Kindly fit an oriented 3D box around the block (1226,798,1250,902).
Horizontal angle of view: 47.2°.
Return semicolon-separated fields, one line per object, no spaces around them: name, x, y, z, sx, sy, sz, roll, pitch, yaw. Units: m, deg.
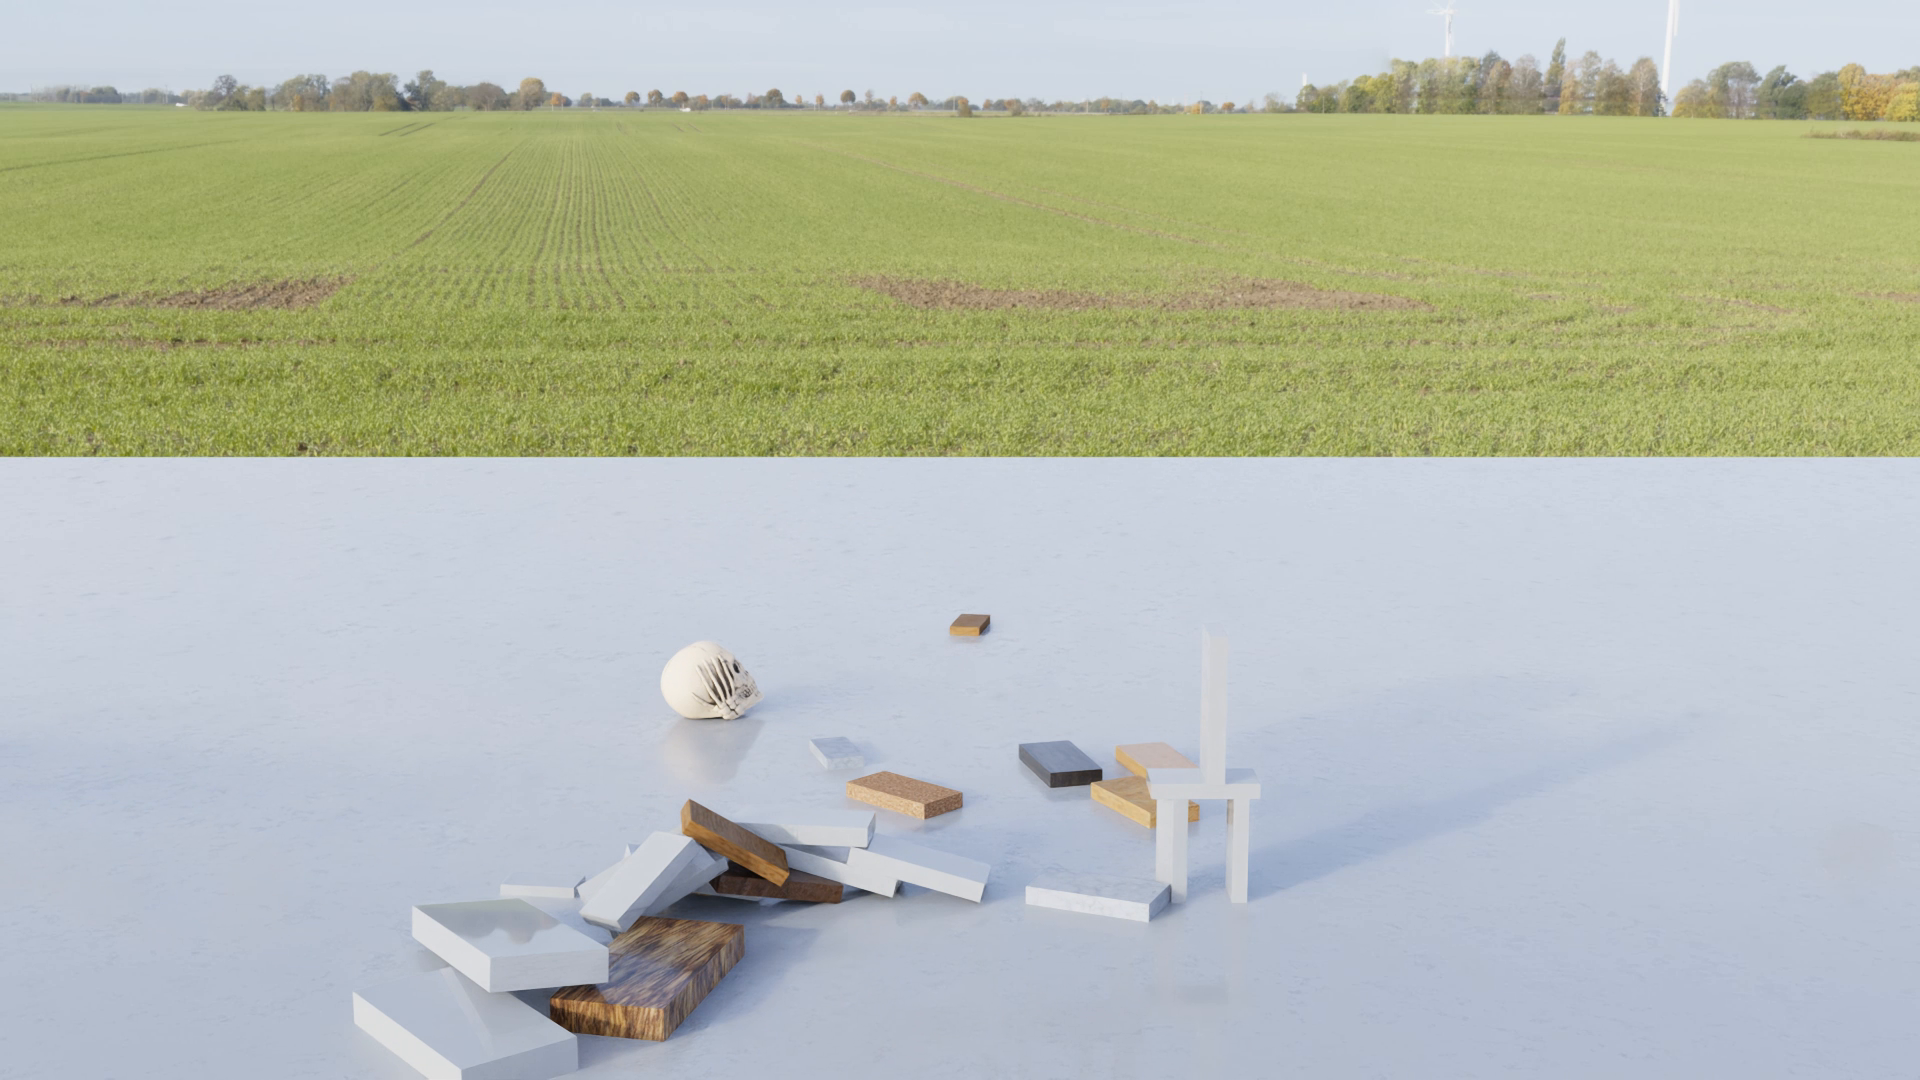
block;0.460;0.502;3.653;0.025;0.178;0.089;0;11;0

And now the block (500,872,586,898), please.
block;-0.698;0.578;3.684;0.126;0.018;0.063;1;11;8

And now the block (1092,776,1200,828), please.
block;0.346;0.490;4.125;0.107;0.030;0.213;-5;12;-26

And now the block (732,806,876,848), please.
block;-0.261;0.479;3.680;0.228;0.032;0.114;2;7;5

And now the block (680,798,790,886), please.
block;-0.365;0.490;3.563;0.185;0.026;0.093;31;8;-16

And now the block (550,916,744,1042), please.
block;-0.455;0.643;3.249;0.171;0.048;0.341;3;11;13

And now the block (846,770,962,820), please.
block;-0.106;0.482;4.168;0.208;0.029;0.104;10;14;42

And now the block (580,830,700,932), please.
block;-0.499;0.531;3.429;0.093;0.026;0.185;3;39;42

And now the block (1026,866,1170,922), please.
block;0.227;0.583;3.624;0.213;0.030;0.107;5;11;23

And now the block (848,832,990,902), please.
block;-0.067;0.543;3.670;0.228;0.032;0.114;15;9;4

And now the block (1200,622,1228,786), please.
block;0.416;0.268;3.608;0.029;0.248;0.104;0;11;0

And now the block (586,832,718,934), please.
block;-0.485;0.541;3.478;0.185;0.026;0.093;-31;47;-23

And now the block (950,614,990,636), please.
block;0.026;0.216;5.622;0.076;0.022;0.152;2;11;11

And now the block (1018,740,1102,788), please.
block;0.198;0.444;4.371;0.107;0.030;0.213;-3;11;-15

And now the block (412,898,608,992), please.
block;-0.676;0.598;3.272;0.171;0.048;0.443;1;1;-28

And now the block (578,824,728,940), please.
block;-0.491;0.542;3.521;0.215;0.030;0.108;-30;46;-22

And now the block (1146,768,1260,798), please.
block;0.401;0.402;3.634;0.178;0.025;0.089;0;11;0

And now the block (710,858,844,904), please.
block;-0.311;0.555;3.623;0.215;0.030;0.108;9;10;-25

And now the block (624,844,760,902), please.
block;-0.443;0.551;3.648;0.215;0.030;0.108;11;10;-17

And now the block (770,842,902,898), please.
block;-0.209;0.537;3.687;0.228;0.032;0.114;15;9;6

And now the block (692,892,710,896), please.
block;-0.479;0.564;3.670;0.126;0.018;0.063;12;9;-9

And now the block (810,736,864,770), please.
block;-0.251;0.432;4.462;0.076;0.022;0.152;-3;11;-17

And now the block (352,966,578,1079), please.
block;-0.690;0.680;3.052;0.171;0.048;0.341;-8;13;-38

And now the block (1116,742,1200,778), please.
block;0.394;0.446;4.366;0.104;0.029;0.208;-3;11;-16

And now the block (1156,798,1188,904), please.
block;0.352;0.503;3.651;0.025;0.178;0.089;-2;11;-12
